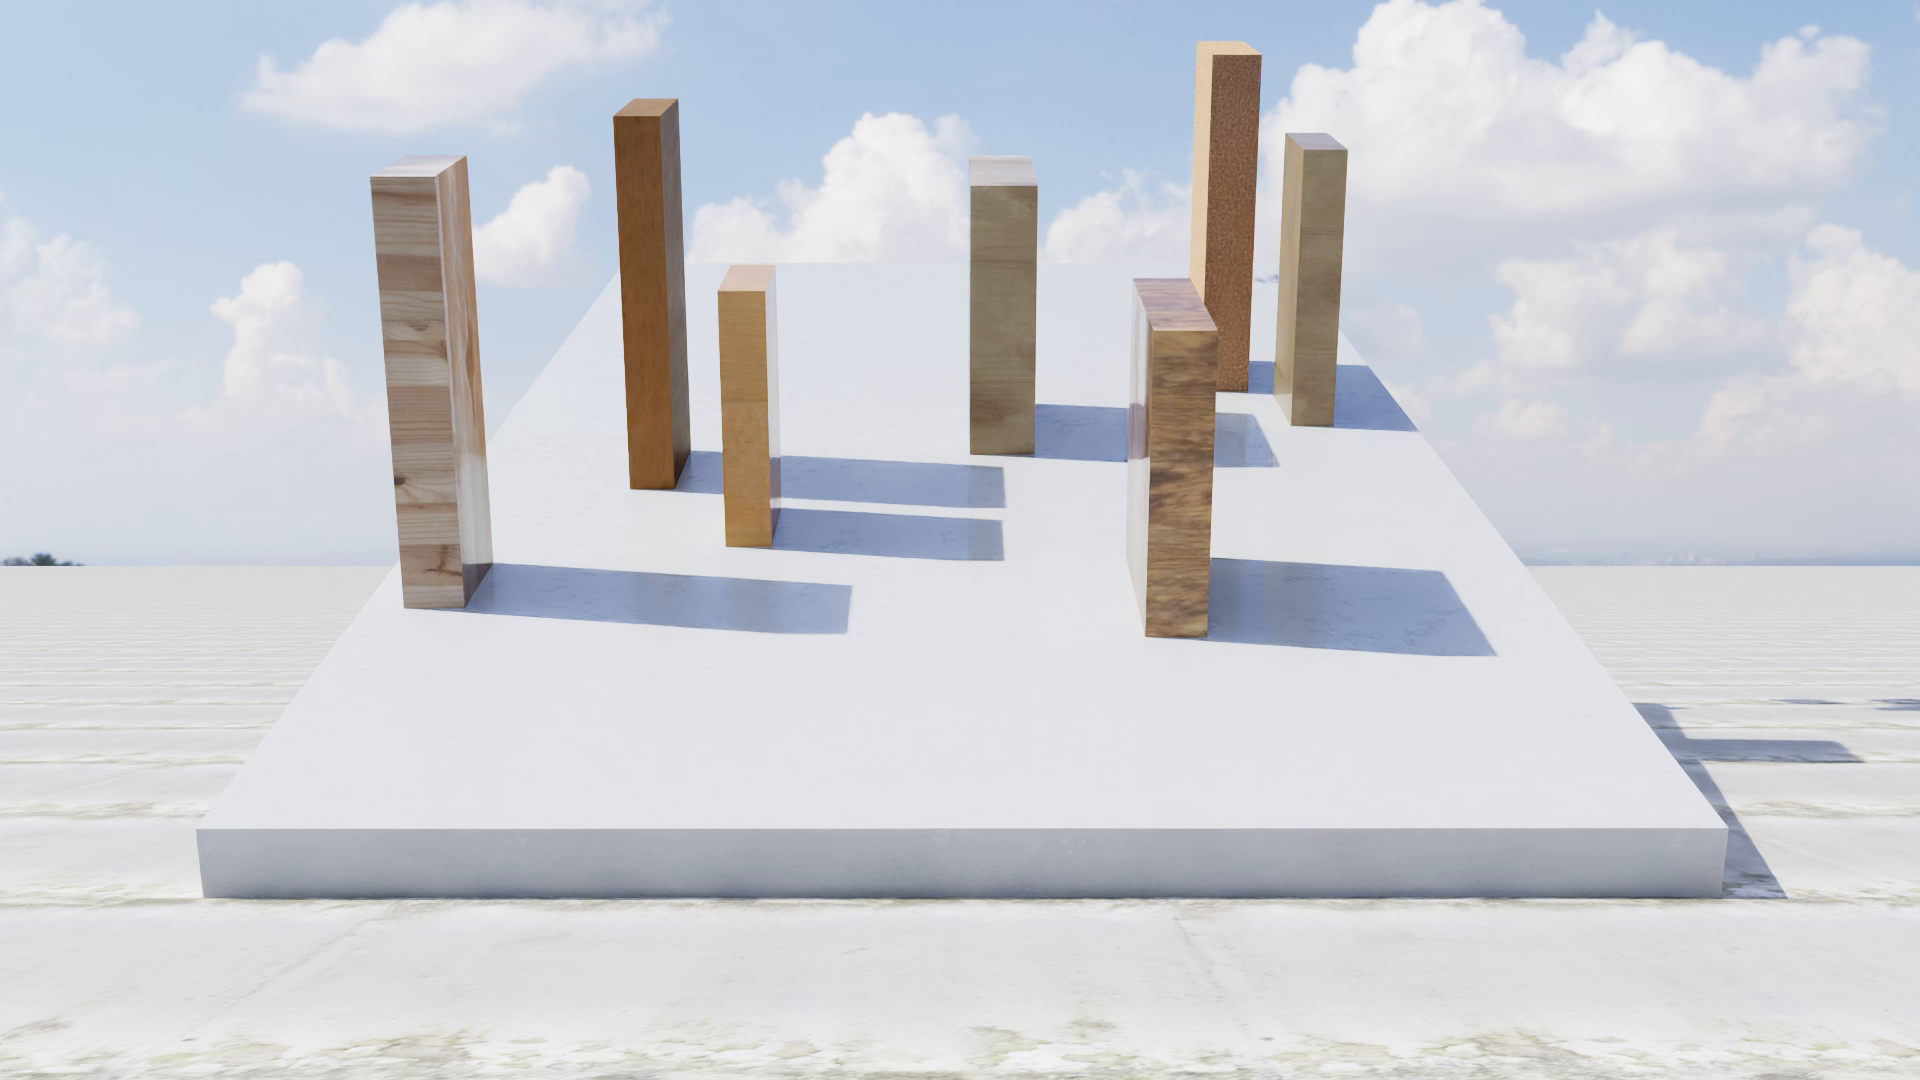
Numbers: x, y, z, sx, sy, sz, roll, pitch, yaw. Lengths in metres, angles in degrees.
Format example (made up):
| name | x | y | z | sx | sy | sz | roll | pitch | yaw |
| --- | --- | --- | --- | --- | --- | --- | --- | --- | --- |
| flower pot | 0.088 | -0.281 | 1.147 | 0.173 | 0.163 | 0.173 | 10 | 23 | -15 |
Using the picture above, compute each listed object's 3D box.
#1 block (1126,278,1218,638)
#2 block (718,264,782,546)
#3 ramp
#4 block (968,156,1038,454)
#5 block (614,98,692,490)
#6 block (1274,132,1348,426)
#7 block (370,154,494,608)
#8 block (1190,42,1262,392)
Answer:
| name | x | y | z | sx | sy | sz | roll | pitch | yaw |
| --- | --- | --- | --- | --- | --- | --- | --- | --- | --- |
| block | 0.348 | -0.148 | 3.729 | 0.100 | 0.504 | 0.427 | 0 | 18 | 0 |
| block | -0.384 | -0.249 | 4.100 | 0.084 | 0.471 | 0.248 | 0 | 18 | 0 |
| ramp | -0.003 | -0.182 | 4.831 | 2.000 | 0.100 | 4.000 | 0 | 18 | 0 |
| block | 0.088 | -0.512 | 4.780 | 0.135 | 0.560 | 0.441 | 0 | 18 | 0 |
| block | -0.608 | -0.492 | 4.436 | 0.088 | 0.729 | 0.294 | 0 | 18 | 0 |
| block | 0.770 | -0.578 | 4.924 | 0.093 | 0.601 | 0.277 | 0 | 18 | 0 |
| block | -0.879 | -0.266 | 3.739 | 0.102 | 0.720 | 0.246 | 0 | 18 | 0 |
| block | 0.614 | -0.761 | 5.223 | 0.109 | 0.768 | 0.328 | 0 | 18 | 0 |
